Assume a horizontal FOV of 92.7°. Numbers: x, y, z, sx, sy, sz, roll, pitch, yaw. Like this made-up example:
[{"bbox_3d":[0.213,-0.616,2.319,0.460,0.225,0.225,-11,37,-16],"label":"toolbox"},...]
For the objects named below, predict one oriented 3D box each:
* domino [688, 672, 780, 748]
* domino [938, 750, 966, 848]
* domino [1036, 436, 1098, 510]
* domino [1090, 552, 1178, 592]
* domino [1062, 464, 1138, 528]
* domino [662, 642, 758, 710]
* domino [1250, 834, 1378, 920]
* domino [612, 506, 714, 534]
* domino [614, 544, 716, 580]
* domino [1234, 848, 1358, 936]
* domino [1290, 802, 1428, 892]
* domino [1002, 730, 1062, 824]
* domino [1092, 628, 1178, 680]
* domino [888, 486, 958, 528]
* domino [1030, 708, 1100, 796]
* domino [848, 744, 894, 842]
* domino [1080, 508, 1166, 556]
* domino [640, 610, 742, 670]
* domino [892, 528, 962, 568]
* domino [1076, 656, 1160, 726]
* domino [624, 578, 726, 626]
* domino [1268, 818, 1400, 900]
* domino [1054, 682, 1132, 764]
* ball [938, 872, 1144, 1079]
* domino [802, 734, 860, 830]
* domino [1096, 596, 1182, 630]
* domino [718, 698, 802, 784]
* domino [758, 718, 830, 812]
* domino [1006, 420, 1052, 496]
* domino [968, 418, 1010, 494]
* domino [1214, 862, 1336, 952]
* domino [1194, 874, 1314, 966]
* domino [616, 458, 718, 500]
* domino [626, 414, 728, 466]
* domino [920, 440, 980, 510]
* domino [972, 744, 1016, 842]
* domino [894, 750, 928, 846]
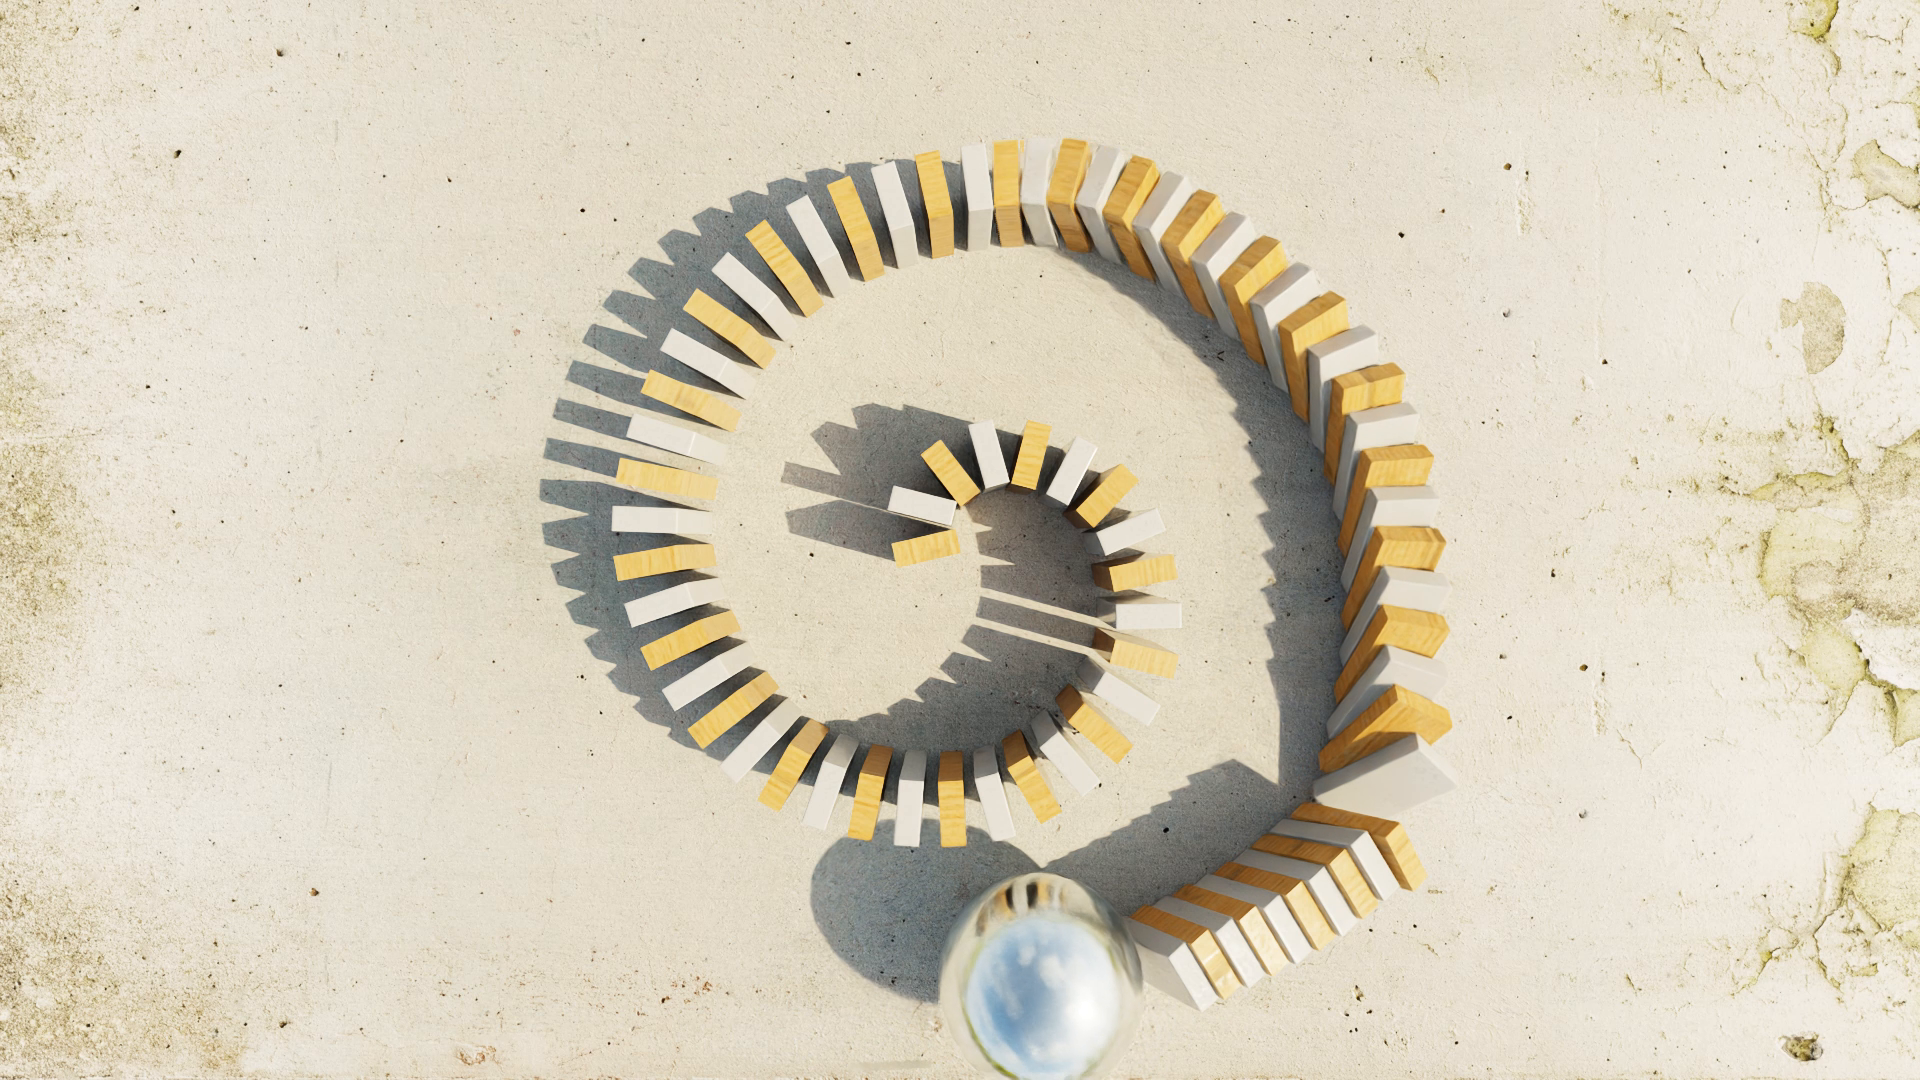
[{"bbox_3d":[-0.091,0.068,0.375,0.025,0.050,0.010,-38,90,0],"label":"domino"},{"bbox_3d":[-0.003,0.105,0.375,0.009,0.050,0.025,-3,90,0],"label":"domino"},{"bbox_3d":[0.043,-0.027,0.375,0.009,0.050,0.025,27,90,0],"label":"domino"},{"bbox_3d":[0.070,0.013,0.375,0.025,0.050,0.009,-12,90,0],"label":"domino"},{"bbox_3d":[0.056,-0.017,0.375,0.009,0.050,0.025,44,90,0],"label":"domino"},{"bbox_3d":[-0.101,0.055,0.375,0.025,0.050,0.009,-32,90,0],"label":"domino"},{"bbox_3d":[0.144,0.137,0.375,0.009,0.050,0.025,-31,90,-21],"label":"domino"},{"bbox_3d":[-0.120,-0.008,0.375,0.025,0.050,0.010,2,90,0],"label":"domino"},{"bbox_3d":[-0.119,0.009,0.375,0.025,0.050,0.009,-10,90,0],"label":"domino"},{"bbox_3d":[0.136,0.143,0.375,0.010,0.050,0.025,-31,90,-21],"label":"domino"},{"bbox_3d":[0.162,0.124,0.374,0.010,0.050,0.025,-31,97,-23],"label":"domino"},{"bbox_3d":[0.029,0.096,0.375,0.009,0.050,0.025,-31,90,0],"label":"domino"},{"bbox_3d":[0.070,0.046,0.375,0.025,0.050,0.010,14,90,0],"label":"domino"},{"bbox_3d":[-0.014,-0.013,0.375,0.025,0.050,0.009,14,90,0],"label":"domino"},{"bbox_3d":[0.042,0.086,0.375,0.009,0.050,0.025,-41,90,0],"label":"domino"},{"bbox_3d":[-0.036,0.102,0.375,0.010,0.050,0.025,11,90,0],"label":"domino"},{"bbox_3d":[0.065,-0.003,0.375,0.025,0.050,0.009,-22,90,0],"label":"domino"},{"bbox_3d":[-0.109,0.040,0.375,0.025,0.050,0.010,-25,90,0],"label":"domino"},{"bbox_3d":[-0.013,0.003,0.375,0.025,0.050,0.010,-13,90,0],"label":"domino"},{"bbox_3d":[0.064,0.061,0.375,0.025,0.050,0.009,32,90,0],"label":"domino"},{"bbox_3d":[-0.115,0.025,0.375,0.025,0.050,0.010,-19,90,0],"label":"domino"},{"bbox_3d":[0.152,0.130,0.375,0.010,0.050,0.025,-31,90,-21],"label":"domino"},{"bbox_3d":[0.054,0.074,0.375,0.025,0.050,0.010,41,90,0],"label":"domino"},{"bbox_3d":[0.032,0.173,0.360,0.080,0.080,0.080,0,90,0],"label":"ball"},{"bbox_3d":[-0.052,0.098,0.375,0.010,0.050,0.025,19,90,0],"label":"domino"},{"bbox_3d":[0.072,0.029,0.375,0.025,0.050,0.010,-1,90,0],"label":"domino"},{"bbox_3d":[-0.080,0.081,0.375,0.010,0.050,0.025,44,90,0],"label":"domino"},{"bbox_3d":[-0.067,0.091,0.375,0.010,0.050,0.025,30,90,0],"label":"domino"},{"bbox_3d":[0.027,-0.033,0.375,0.010,0.050,0.025,15,90,0],"label":"domino"},{"bbox_3d":[0.011,-0.033,0.375,0.009,0.050,0.025,-16,90,0],"label":"domino"},{"bbox_3d":[0.127,0.149,0.375,0.010,0.050,0.025,-31,90,-21],"label":"domino"},{"bbox_3d":[0.118,0.154,0.375,0.010,0.050,0.025,-31,90,-21],"label":"domino"},{"bbox_3d":[-0.118,-0.024,0.375,0.025,0.050,0.010,11,90,0],"label":"domino"},{"bbox_3d":[-0.114,-0.040,0.375,0.025,0.050,0.009,17,90,0],"label":"domino"},{"bbox_3d":[-0.004,-0.026,0.375,0.009,0.050,0.025,-38,90,0],"label":"domino"},{"bbox_3d":[0.013,0.102,0.375,0.010,0.050,0.025,-16,90,0],"label":"domino"},{"bbox_3d":[-0.020,0.104,0.375,0.009,0.050,0.025,4,90,0],"label":"domino"}]
